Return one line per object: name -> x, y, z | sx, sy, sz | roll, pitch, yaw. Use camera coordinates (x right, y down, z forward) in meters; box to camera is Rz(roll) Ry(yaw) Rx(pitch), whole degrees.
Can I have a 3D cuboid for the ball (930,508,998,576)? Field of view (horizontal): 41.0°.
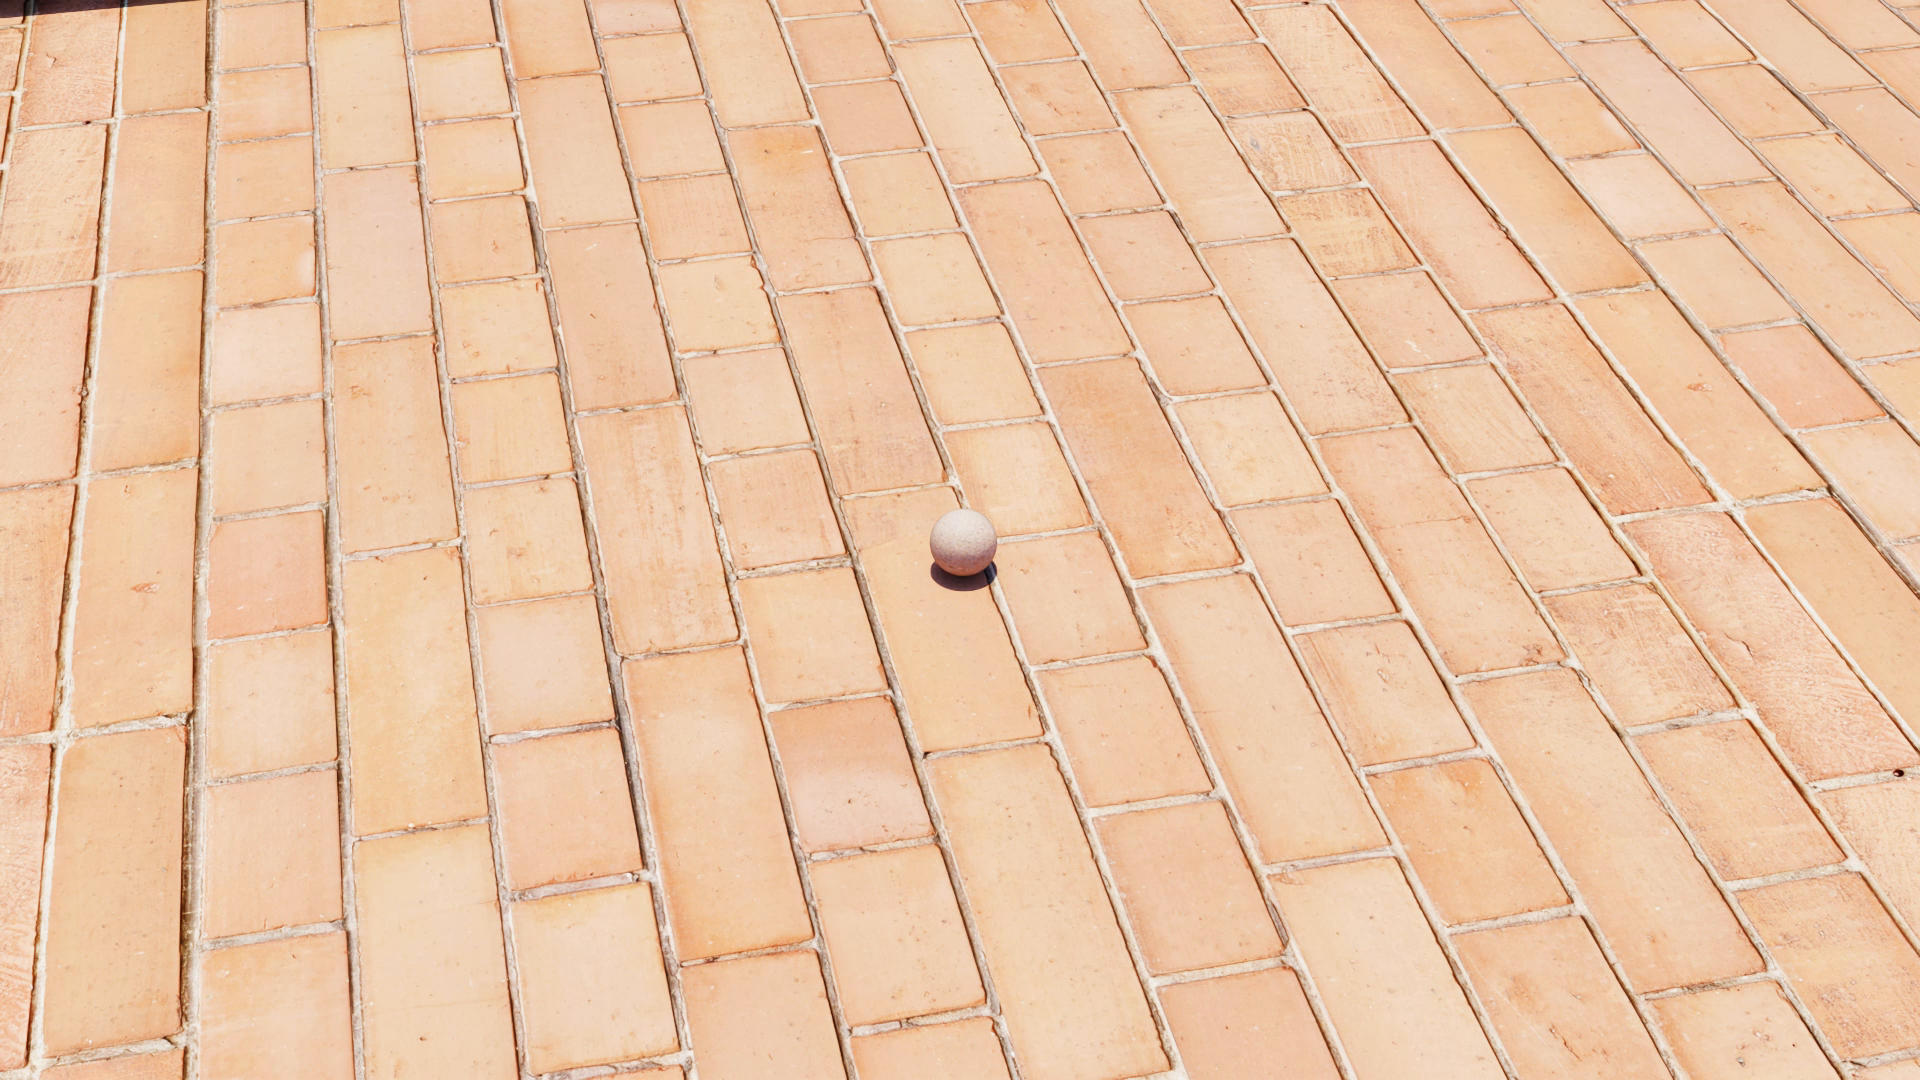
ball -> 0.002, 0.001, 1.531 | 0.041, 0.041, 0.041 | 0, 37, 0
